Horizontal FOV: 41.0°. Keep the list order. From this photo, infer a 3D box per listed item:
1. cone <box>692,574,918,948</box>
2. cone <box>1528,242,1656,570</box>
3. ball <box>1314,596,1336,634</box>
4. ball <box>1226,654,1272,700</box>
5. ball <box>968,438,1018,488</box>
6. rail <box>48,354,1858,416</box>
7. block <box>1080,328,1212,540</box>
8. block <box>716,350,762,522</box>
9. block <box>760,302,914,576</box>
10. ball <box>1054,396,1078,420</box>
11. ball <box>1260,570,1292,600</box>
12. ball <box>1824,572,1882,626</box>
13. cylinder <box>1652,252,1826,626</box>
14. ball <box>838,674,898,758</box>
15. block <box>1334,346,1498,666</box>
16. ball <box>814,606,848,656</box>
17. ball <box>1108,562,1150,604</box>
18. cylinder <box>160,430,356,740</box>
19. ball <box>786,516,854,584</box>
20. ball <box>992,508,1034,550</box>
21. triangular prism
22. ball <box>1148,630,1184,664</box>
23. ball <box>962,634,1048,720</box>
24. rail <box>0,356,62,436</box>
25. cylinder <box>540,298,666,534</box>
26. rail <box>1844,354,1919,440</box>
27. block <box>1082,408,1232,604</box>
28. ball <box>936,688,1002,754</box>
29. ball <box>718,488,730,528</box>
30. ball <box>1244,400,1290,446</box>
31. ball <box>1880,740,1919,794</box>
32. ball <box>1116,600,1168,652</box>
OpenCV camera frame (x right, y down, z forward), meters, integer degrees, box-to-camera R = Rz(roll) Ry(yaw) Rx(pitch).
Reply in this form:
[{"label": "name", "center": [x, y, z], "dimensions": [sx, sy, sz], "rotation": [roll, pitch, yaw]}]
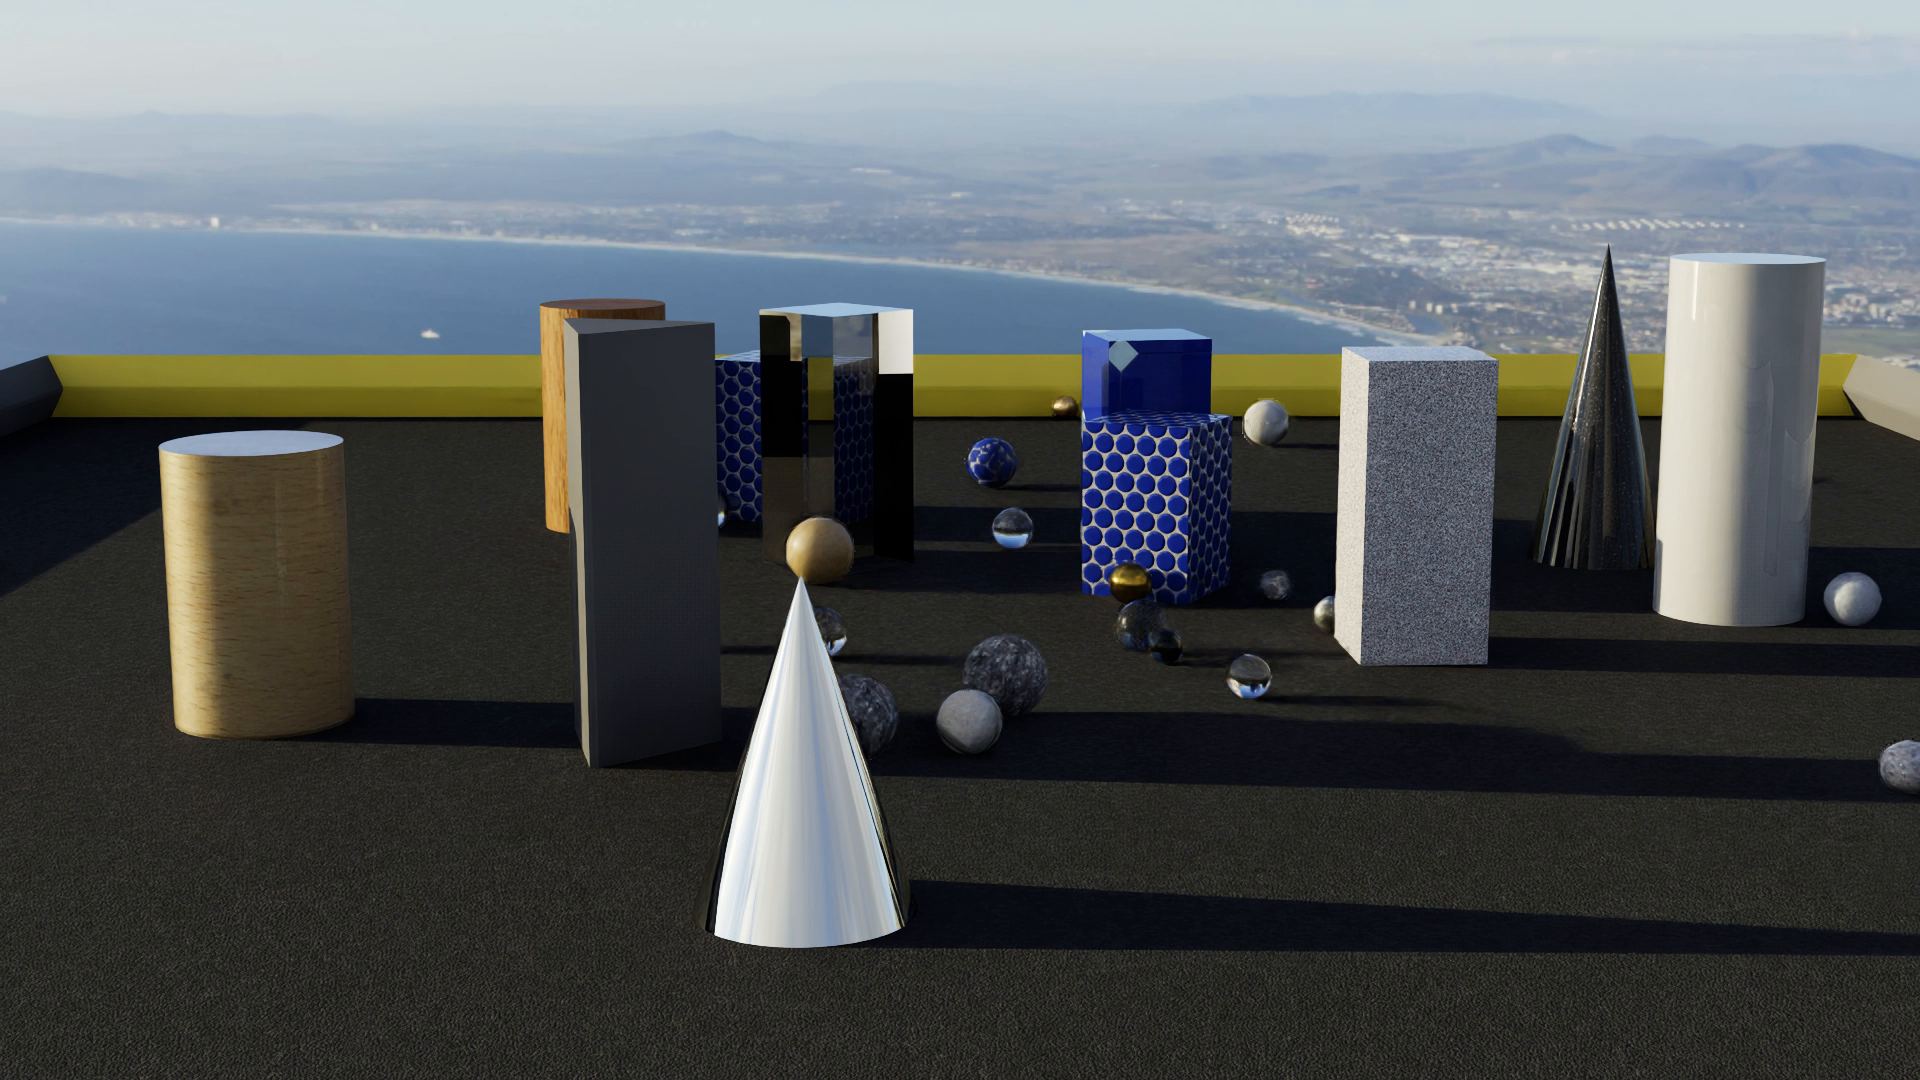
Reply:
[{"label": "cone", "center": [-0.136, 0.176, 2.215], "dimensions": [0.198, 0.299, 0.198], "rotation": [0, 10, 0]}, {"label": "cone", "center": [0.950, -0.205, 3.800], "dimensions": [0.198, 0.471, 0.198], "rotation": [0, 10, 0]}, {"label": "ball", "center": [0.483, 0.097, 3.326], "dimensions": [0.049, 0.049, 0.049], "rotation": [0, 10, 0]}, {"label": "ball", "center": [0.336, 0.159, 2.983], "dimensions": [0.052, 0.052, 0.052], "rotation": [0, 10, 0]}, {"label": "ball", "center": [0.056, -0.135, 4.474], "dimensions": [0.087, 0.087, 0.087], "rotation": [0, 10, 0]}, {"label": "rail", "center": [-0.011, -0.320, 5.355], "dimensions": [3.792, 0.128, 0.045], "rotation": [0, 10, 0]}, {"label": "block", "center": [0.281, -0.150, 3.904], "dimensions": [0.158, 0.325, 0.158], "rotation": [-2, 11, -12]}, {"label": "block", "center": [-0.297, -0.170, 4.193], "dimensions": [0.158, 0.260, 0.158], "rotation": [5, 11, 24]}, {"label": "block", "center": [-0.180, -0.151, 3.773], "dimensions": [0.158, 0.375, 0.158], "rotation": [10, 15, 44]}, {"label": "ball", "center": [0.221, -0.275, 5.332], "dimensions": [0.050, 0.050, 0.050], "rotation": [0, 10, 0]}, {"label": "ball", "center": [0.434, 0.062, 3.532], "dimensions": [0.044, 0.044, 0.044], "rotation": [0, 10, 0]}, {"label": "ball", "center": [1.174, 0.077, 3.373], "dimensions": [0.071, 0.071, 0.071], "rotation": [0, 10, 0]}, {"label": "cylinder", "center": [1.038, -0.138, 3.424], "dimensions": [0.198, 0.475, 0.198], "rotation": [0, 10, 0]}, {"label": "ball", "center": [-0.111, 0.188, 2.723], "dimensions": [0.090, 0.090, 0.090], "rotation": [0, 10, 0]}, {"label": "block", "center": [0.566, -0.045, 3.199], "dimensions": [0.158, 0.376, 0.158], "rotation": [-1, 11, -3]}, {"label": "ball", "center": [-0.173, 0.115, 3.186], "dimensions": [0.065, 0.065, 0.065], "rotation": [0, 10, 0]}, {"label": "ball", "center": [0.232, 0.059, 3.508], "dimensions": [0.057, 0.057, 0.057], "rotation": [0, 10, 0]}, {"label": "cylinder", "center": [-0.785, 0.047, 2.873], "dimensions": [0.198, 0.314, 0.198], "rotation": [0, 10, 0]}, {"label": "ball", "center": [-0.199, 0.015, 3.640], "dimensions": [0.096, 0.096, 0.096], "rotation": [0, 10, 0]}, {"label": "ball", "center": [0.080, -0.017, 3.904], "dimensions": [0.063, 0.063, 0.063], "rotation": [0, 10, 0]}, {"label": "triangular prism", "center": [-0.374, -0.006, 2.761], "dimensions": [0.171, 0.457, 0.148], "rotation": [-10, 14, -43]}, {"label": "ball", "center": [0.253, 0.131, 3.160], "dimensions": [0.043, 0.043, 0.043], "rotation": [0, 10, 0]}, {"label": "ball", "center": [0.051, 0.154, 2.890], "dimensions": [0.095, 0.095, 0.095], "rotation": [0, 10, 0]}, {"label": "rail", "center": [-1.872, 0.035, 3.438], "dimensions": [0.045, 0.128, 3.924], "rotation": [0, 10, 0]}, {"label": "cylinder", "center": [-0.566, -0.200, 4.092], "dimensions": [0.198, 0.354, 0.198], "rotation": [0, 10, 0]}, {"label": "rail", "center": [1.872, 0.031, 3.459], "dimensions": [0.045, 0.128, 3.924], "rotation": [0, 10, 0]}, {"label": "block", "center": [0.276, -0.050, 3.593], "dimensions": [0.158, 0.242, 0.158], "rotation": [5, 12, 27]}, {"label": "ball", "center": [0.010, 0.194, 2.742], "dimensions": [0.071, 0.071, 0.071], "rotation": [0, 10, 0]}, {"label": "ball", "center": [-0.401, -0.051, 4.061], "dimensions": [0.072, 0.072, 0.072], "rotation": [0, 10, 0]}, {"label": "ball", "center": [0.593, -0.227, 4.968], "dimensions": [0.088, 0.088, 0.088], "rotation": [0, 10, 0]}, {"label": "ball", "center": [0.959, 0.230, 2.594], "dimensions": [0.054, 0.054, 0.054], "rotation": [0, 10, 0]}, {"label": "ball", "center": [0.227, 0.108, 3.222], "dimensions": [0.065, 0.065, 0.065], "rotation": [0, 10, 0]}]
